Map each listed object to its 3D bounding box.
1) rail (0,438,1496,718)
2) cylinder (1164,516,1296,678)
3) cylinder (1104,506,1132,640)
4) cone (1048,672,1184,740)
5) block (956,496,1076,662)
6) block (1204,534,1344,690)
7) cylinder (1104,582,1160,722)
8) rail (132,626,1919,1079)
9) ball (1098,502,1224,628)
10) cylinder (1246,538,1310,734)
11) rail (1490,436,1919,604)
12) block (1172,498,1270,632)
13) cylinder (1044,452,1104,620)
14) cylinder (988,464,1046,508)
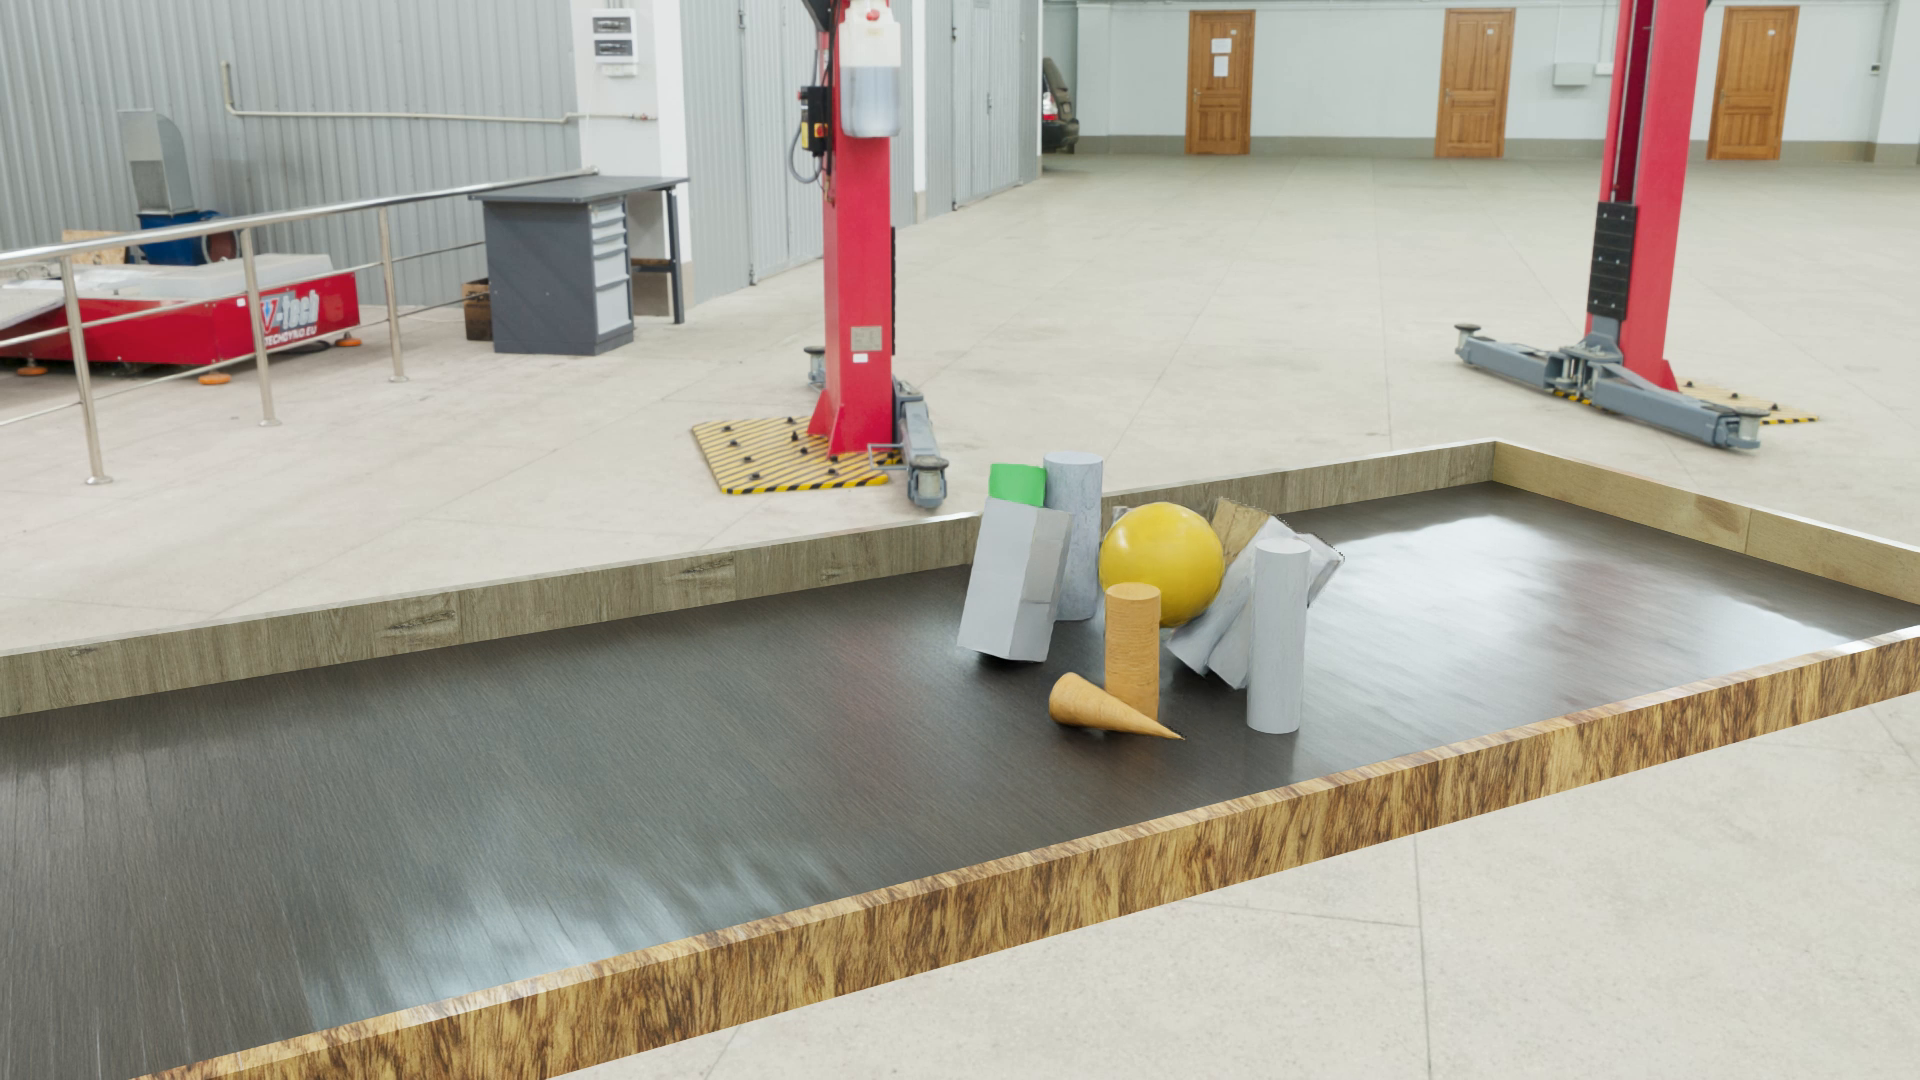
[{"bbox_3d":[-3.305,0.497,3.399,12.000,0.150,0.050,-9,18,-27],"label":"rail"},{"bbox_3d":[0.698,0.142,4.150,0.132,0.421,0.132,39,5,-4],"label":"cylinder"},{"bbox_3d":[0.463,0.092,4.381,0.137,0.350,0.137,4,4,0],"label":"cylinder"},{"bbox_3d":[0.374,0.406,3.758,0.344,0.125,0.125,16,23,41],"label":"cone"},{"bbox_3d":[0.146,0.102,4.257,0.169,0.390,0.169,13,3,38],"label":"block"},{"bbox_3d":[0.765,0.175,4.028,0.103,0.397,0.103,42,22,25],"label":"block"},{"bbox_3d":[0.401,0.274,3.842,0.126,0.326,0.126,-1,17,0],"label":"cylinder"},{"bbox_3d":[-2.336,1.006,1.665,12.000,0.150,0.050,-9,18,-27],"label":"rail"},{"bbox_3d":[0.497,0.063,4.073,0.312,0.312,0.312,0,16,0],"label":"ball"},{"bbox_3d":[0.737,0.222,3.824,0.124,0.437,0.124,0,16,0],"label":"cylinder"},{"bbox_3d":[2.466,-0.048,5.253,0.050,0.150,2.100,-9,18,-27],"label":"rail"},{"bbox_3d":[0.681,0.093,4.289,0.145,0.374,0.145,18,3,4],"label":"block"},{"bbox_3d":[0.307,-0.012,4.600,0.165,0.444,0.165,1,15,0],"label":"cylinder"},{"bbox_3d":[0.140,0.017,4.483,0.153,0.432,0.153,6,-4,0],"label":"cylinder"}]
